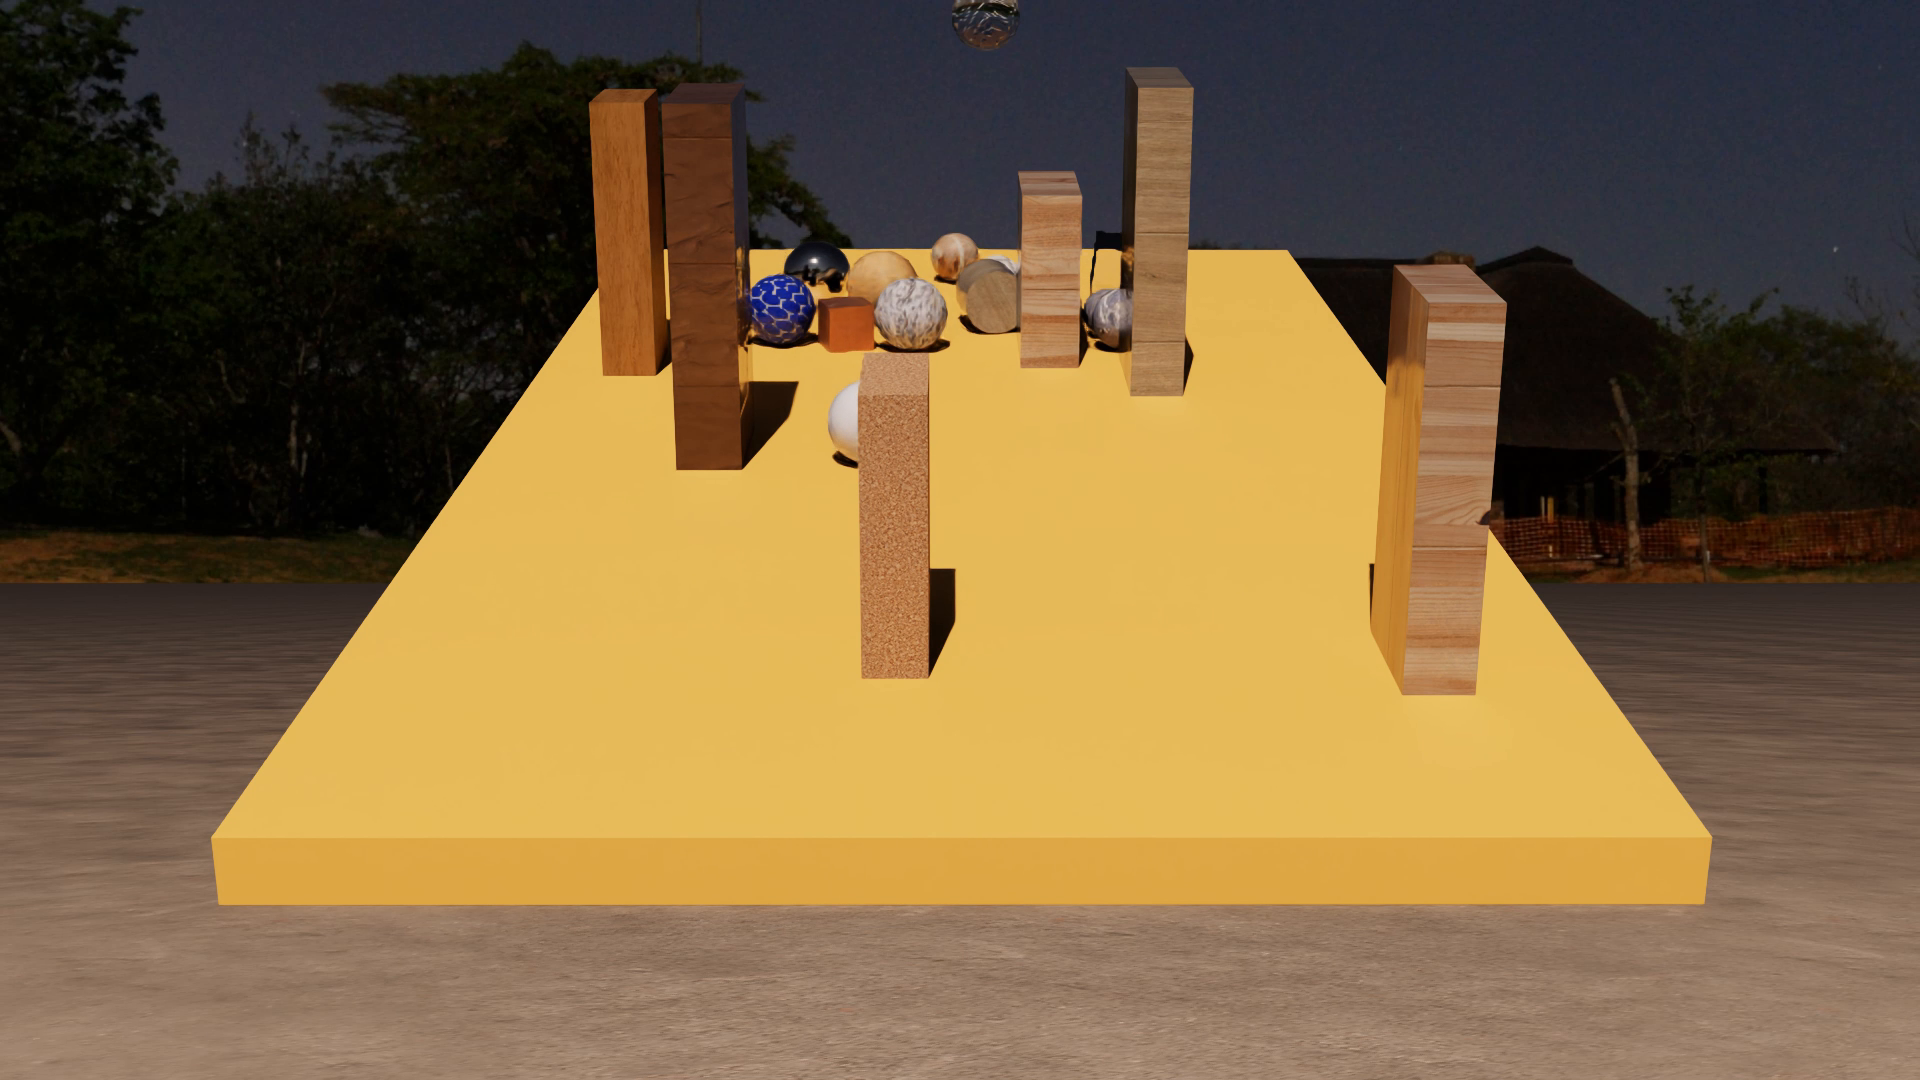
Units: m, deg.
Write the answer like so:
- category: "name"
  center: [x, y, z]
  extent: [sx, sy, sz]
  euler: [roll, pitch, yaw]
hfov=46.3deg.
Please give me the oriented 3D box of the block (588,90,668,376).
- category: "block"
  center: [-0.785, -0.732, 5.341]
  extent: [0.126, 0.642, 0.243]
  euler: [0, 19, 0]

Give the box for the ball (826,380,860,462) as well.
- category: "ball"
  center: [-0.187, -0.243, 4.623]
  extent: [0.174, 0.174, 0.174]
  euler: [0, -1, 0]

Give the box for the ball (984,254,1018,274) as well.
- category: "ball"
  center: [0.101, -0.698, 6.027]
  extent: [0.134, 0.134, 0.134]
  euler: [0, -1, 0]

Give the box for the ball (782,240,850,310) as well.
- category: "ball"
  center: [-0.381, -0.707, 5.987]
  extent: [0.183, 0.183, 0.183]
  euler: [0, -1, 0]

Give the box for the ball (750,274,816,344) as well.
- category: "ball"
  center: [-0.449, -0.577, 5.613]
  extent: [0.175, 0.175, 0.175]
  euler: [0, -1, 0]

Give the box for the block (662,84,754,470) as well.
- category: "block"
  center: [-0.513, -0.545, 4.624]
  extent: [0.135, 0.743, 0.312]
  euler: [0, 19, 0]

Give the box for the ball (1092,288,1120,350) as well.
- category: "ball"
  center: [0.405, -0.548, 5.566]
  extent: [0.154, 0.154, 0.154]
  euler: [0, -1, 0]

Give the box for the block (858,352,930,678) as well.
- category: "block"
  center: [-0.102, -0.043, 3.577]
  extent: [0.106, 0.460, 0.269]
  euler: [0, 19, 0]

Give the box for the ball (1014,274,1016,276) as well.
- category: "ball"
  center: [0.167, -0.650, 5.934]
  extent: [0.111, 0.111, 0.111]
  euler: [0, -1, 0]

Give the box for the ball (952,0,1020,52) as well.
- category: "ball"
  center: [0.072, -1.470, 6.296]
  extent: [0.193, 0.193, 0.193]
  euler: [0, -1, 0]

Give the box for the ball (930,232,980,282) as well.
- category: "ball"
  center: [-0.014, -0.798, 6.331]
  extent: [0.138, 0.138, 0.138]
  euler: [0, -1, 0]

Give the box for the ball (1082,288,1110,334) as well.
- category: "ball"
  center: [0.373, -0.576, 5.697]
  extent: [0.122, 0.122, 0.122]
  euler: [0, -1, 0]

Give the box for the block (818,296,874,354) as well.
- category: "block"
  center: [-0.284, -0.537, 5.593]
  extent: [0.113, 0.113, 0.113]
  euler: [-6, 19, -16]

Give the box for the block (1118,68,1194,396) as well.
- category: "block"
  center: [0.452, -0.722, 5.226]
  extent: [0.121, 0.700, 0.381]
  euler: [0, 19, 0]

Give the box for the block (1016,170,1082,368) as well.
- category: "block"
  center: [0.216, -0.668, 5.509]
  extent: [0.141, 0.416, 0.363]
  euler: [0, 19, 0]

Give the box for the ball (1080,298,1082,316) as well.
- category: "ball"
  center: [0.260, -0.600, 5.783]
  extent: [0.113, 0.113, 0.113]
  euler: [0, -1, 0]

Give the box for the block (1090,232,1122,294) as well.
- category: "block"
  center: [0.419, -0.684, 5.780]
  extent: [0.151, 0.151, 0.151]
  euler: [7, -21, 7]

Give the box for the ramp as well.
- category: "ramp"
  center: [-0.004, -0.193, 4.903]
  extent: [2.000, 0.100, 4.000]
  euler: [0, 19, 0]

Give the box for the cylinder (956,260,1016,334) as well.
- category: "cylinder"
  center: [0.080, -0.629, 5.789]
  extent: [0.162, 0.162, 0.162]
  euler: [0, 18, -10]

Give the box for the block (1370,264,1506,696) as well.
- category: "block"
  center: [0.738, -0.097, 3.495]
  extent: [0.113, 0.616, 0.278]
  euler: [0, 19, 0]

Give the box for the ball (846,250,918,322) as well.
- category: "ball"
  center: [-0.200, -0.658, 5.836]
  extent: [0.189, 0.189, 0.189]
  euler: [0, -1, 0]

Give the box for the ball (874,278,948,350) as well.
- category: "ball"
  center: [-0.121, -0.559, 5.553]
  extent: [0.180, 0.180, 0.180]
  euler: [0, -1, 0]
